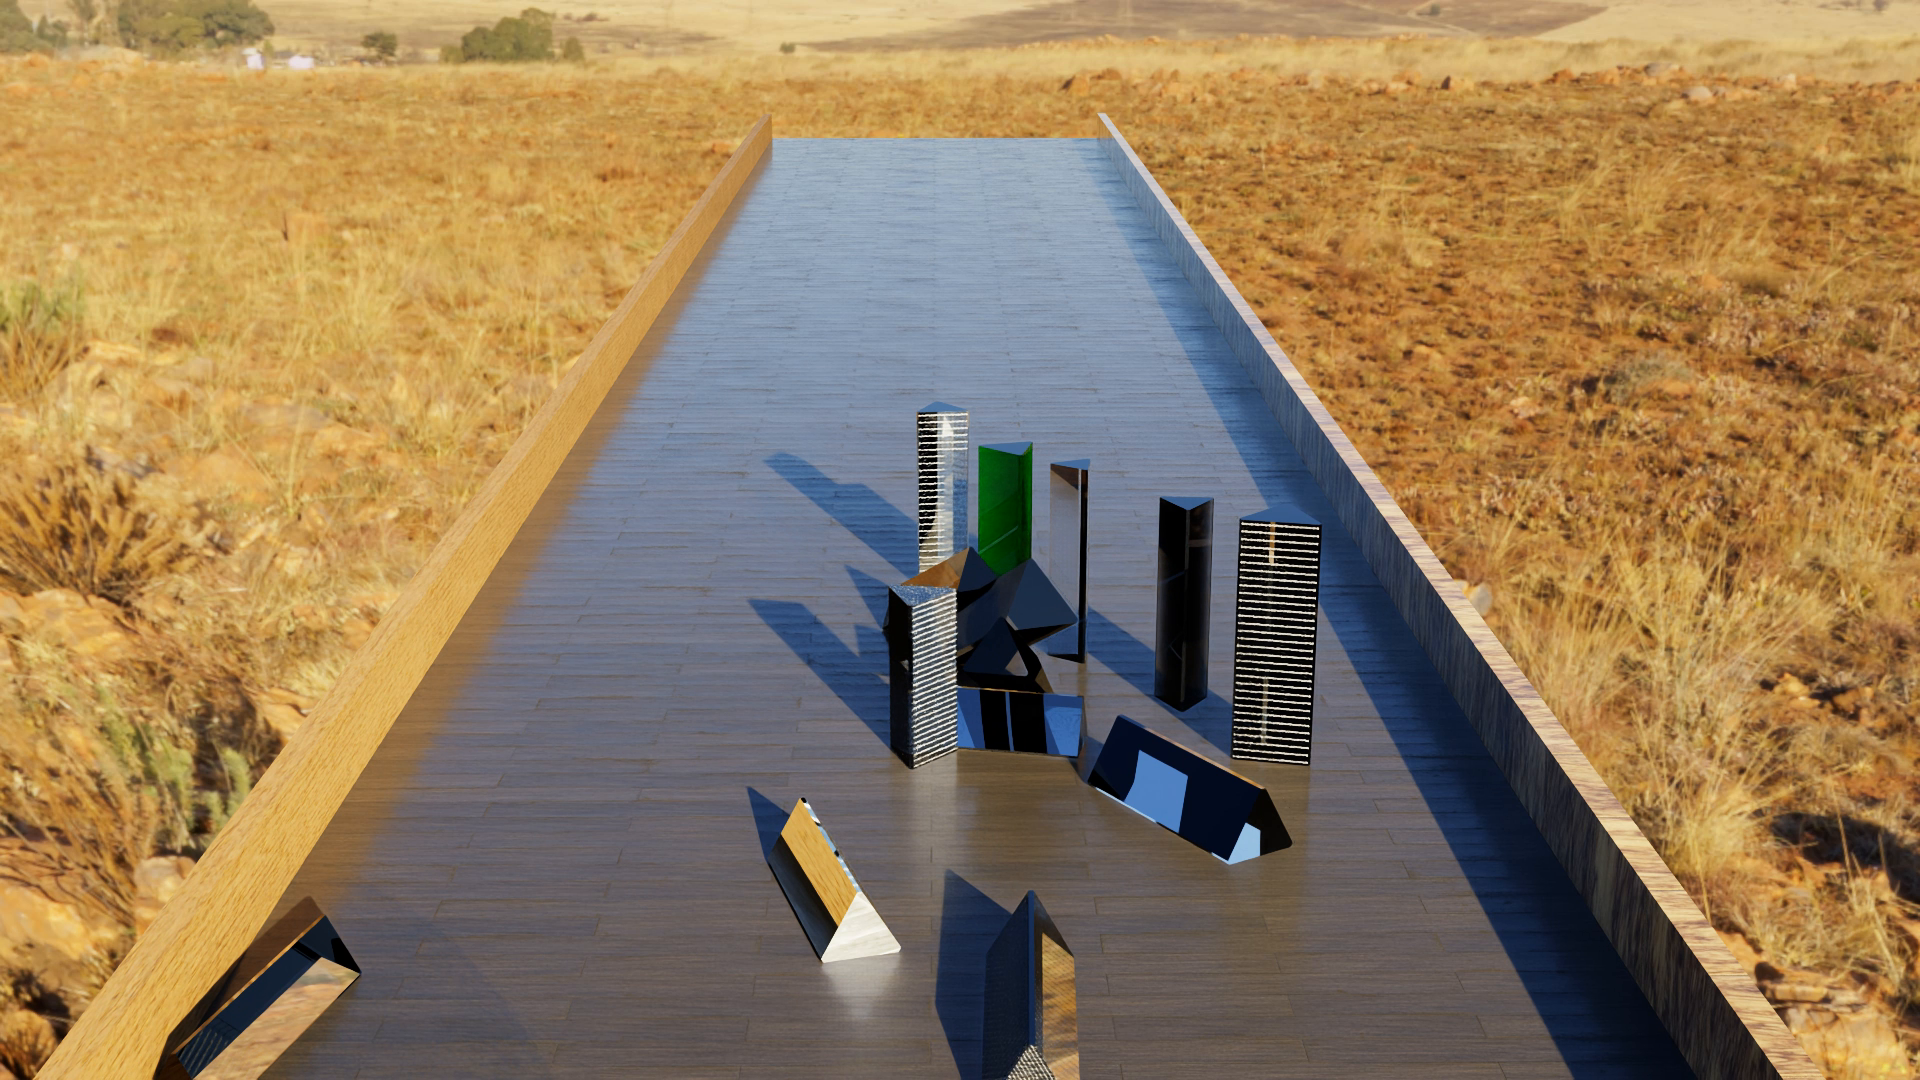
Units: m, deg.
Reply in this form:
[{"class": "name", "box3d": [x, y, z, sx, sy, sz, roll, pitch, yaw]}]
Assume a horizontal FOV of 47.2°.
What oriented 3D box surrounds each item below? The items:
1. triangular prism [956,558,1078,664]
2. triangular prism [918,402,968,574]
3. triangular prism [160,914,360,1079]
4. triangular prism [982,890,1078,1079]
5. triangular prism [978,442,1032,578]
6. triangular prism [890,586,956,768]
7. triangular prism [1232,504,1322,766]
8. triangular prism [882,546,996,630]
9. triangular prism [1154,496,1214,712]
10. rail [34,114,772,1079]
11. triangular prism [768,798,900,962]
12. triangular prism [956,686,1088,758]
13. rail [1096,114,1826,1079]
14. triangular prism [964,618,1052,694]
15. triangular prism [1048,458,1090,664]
[{"class": "triangular prism", "box3d": [0.071, 0.140, 4.193, 0.143, 0.124, 0.442, -6, -10, -19]}, {"class": "triangular prism", "box3d": [-0.044, -0.103, 4.879, 0.112, 0.396, 0.097, -2, 17, -8]}, {"class": "triangular prism", "box3d": [-0.944, 0.629, 2.948, 0.102, 0.088, 0.396, 4, 17, 11]}, {"class": "triangular prism", "box3d": [0.096, 0.616, 2.957, 0.124, 0.108, 0.440, 1, 17, 1]}, {"class": "triangular prism", "box3d": [0.116, -0.022, 4.660, 0.118, 0.366, 0.102, 15, 22, 41]}, {"class": "triangular prism", "box3d": [-0.085, 0.235, 3.903, 0.105, 0.304, 0.121, 14, 22, 39]}, {"class": "triangular prism", "box3d": [0.565, 0.165, 3.895, 0.138, 0.444, 0.120, 4, 17, 13]}, {"class": "triangular prism", "box3d": [-0.049, 0.096, 4.446, 0.095, 0.082, 0.394, -9, -9, -26]}, {"class": "triangular prism", "box3d": [0.410, 0.116, 4.144, 0.086, 0.396, 0.099, 11, 20, 32]}, {"class": "rail", "box3d": [-1.118, -0.838, 7.780, 0.050, 0.150, 12.000, 0, 17, -1]}, {"class": "triangular prism", "box3d": [-0.197, 0.505, 3.339, 0.117, 0.101, 0.358, -5, 17, -16]}, {"class": "triangular prism", "box3d": [0.066, 0.316, 3.985, 0.318, 0.096, 0.111, 4, 17, 12]}, {"class": "rail", "box3d": [0.932, -0.844, 7.801, 0.050, 0.150, 12.000, 0, 17, -1]}, {"class": "triangular prism", "box3d": [0.102, 0.225, 4.000, 0.115, 0.100, 0.343, 4, -14, 13]}, {"class": "triangular prism", "box3d": [0.235, 0.039, 4.392, 0.087, 0.400, 0.075, 12, 20, 35]}]
